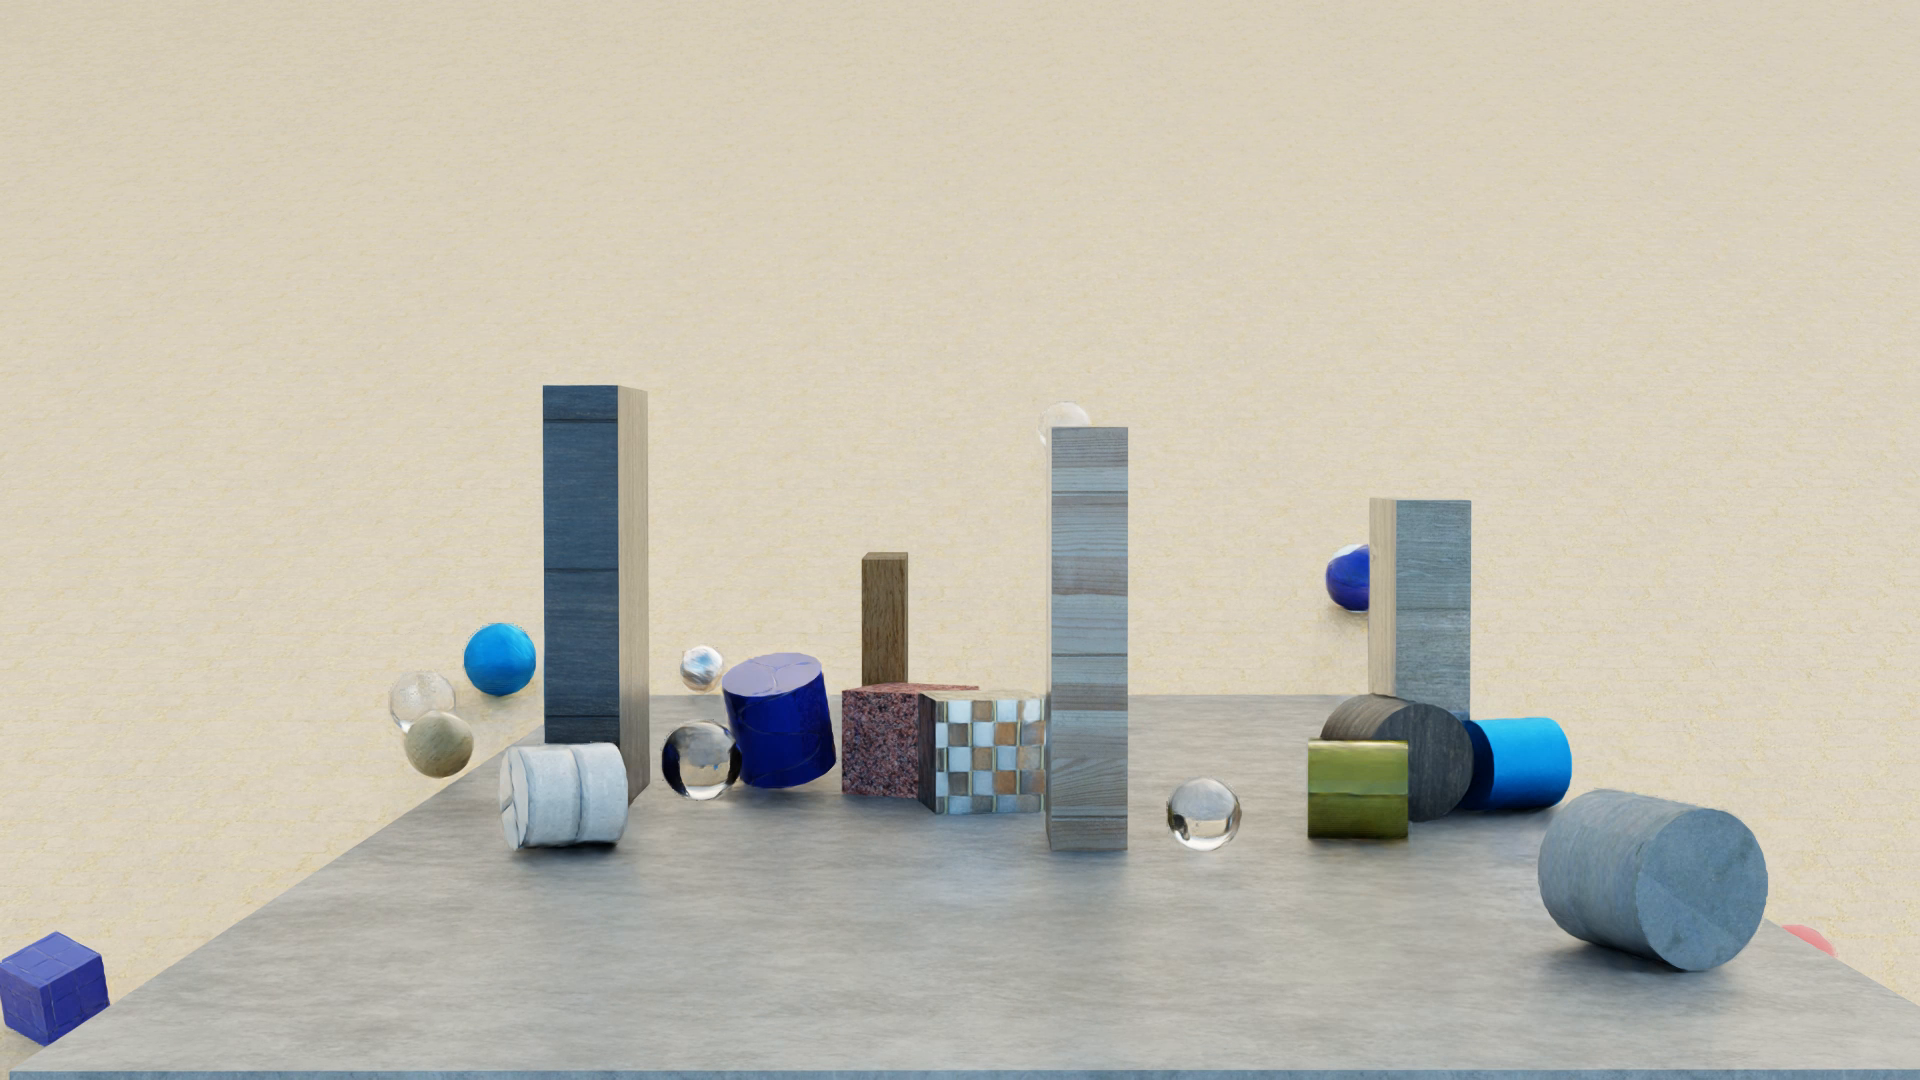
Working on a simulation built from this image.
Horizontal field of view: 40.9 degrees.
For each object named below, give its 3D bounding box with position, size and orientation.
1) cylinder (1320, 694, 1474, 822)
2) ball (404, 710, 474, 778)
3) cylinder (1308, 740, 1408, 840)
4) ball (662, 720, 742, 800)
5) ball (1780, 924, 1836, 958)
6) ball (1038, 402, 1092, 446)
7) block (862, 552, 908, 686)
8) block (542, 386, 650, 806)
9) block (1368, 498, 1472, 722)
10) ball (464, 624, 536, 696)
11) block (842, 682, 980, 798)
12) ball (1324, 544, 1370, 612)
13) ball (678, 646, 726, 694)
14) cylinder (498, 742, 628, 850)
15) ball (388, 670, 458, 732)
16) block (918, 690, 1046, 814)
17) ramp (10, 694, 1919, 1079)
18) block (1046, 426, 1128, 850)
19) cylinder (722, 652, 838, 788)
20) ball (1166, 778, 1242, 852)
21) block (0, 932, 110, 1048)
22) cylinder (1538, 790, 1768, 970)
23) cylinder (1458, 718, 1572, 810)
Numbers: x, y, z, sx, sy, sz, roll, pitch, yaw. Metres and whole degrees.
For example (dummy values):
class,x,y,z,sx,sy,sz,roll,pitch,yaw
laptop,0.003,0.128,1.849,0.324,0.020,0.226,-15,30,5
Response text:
class,x,y,z,sx,sy,sz,roll,pitch,yaw
cylinder,0.737,0.367,4.366,0.197,0.197,0.197,-7,4,-15
ball,-1.026,0.402,5.075,0.134,0.134,0.134,0,25,0
cylinder,0.631,0.395,4.084,0.156,0.156,0.156,0,24,9
ball,-0.456,0.389,4.546,0.142,0.142,0.142,0,25,0
ball,1.518,0.773,4.689,0.147,0.147,0.147,0,25,0
ball,0.334,-0.353,8.198,0.170,0.170,0.170,0,25,0
block,-0.144,0.237,4.986,0.080,0.415,0.375,0,2,0
block,-0.639,0.096,4.558,0.127,0.727,0.420,0,2,0
block,0.823,0.191,4.631,0.130,0.530,0.293,0,2,0
ball,-1.199,0.313,6.721,0.188,0.188,0.188,0,25,0
block,-0.089,0.362,4.679,0.186,0.186,0.186,1,2,25
ball,1.110,0.106,7.166,0.193,0.193,0.193,0,25,0
ball,-0.661,0.332,6.617,0.122,0.122,0.122,0,25,0
cylinder,-0.615,0.396,3.989,0.158,0.158,0.158,0,22,-26
ball,-1.359,0.414,6.524,0.169,0.169,0.169,0,25,0
block,0.038,0.365,4.472,0.193,0.193,0.193,0,2,-10
ramp,0.056,0.509,4.552,2.000,0.100,4.000,0,2,0
block,0.199,0.148,4.080,0.118,0.652,0.249,0,2,0
cylinder,-0.333,0.332,4.757,0.187,0.187,0.187,-7,21,3
ball,0.375,0.421,3.960,0.114,0.114,0.114,0,25,0
block,-1.897,0.941,5.391,0.152,0.152,0.152,17,30,32
cylinder,0.838,0.409,3.126,0.192,0.192,0.192,-11,6,-22
cylinder,0.941,0.384,4.428,0.155,0.155,0.155,-1,23,-22
